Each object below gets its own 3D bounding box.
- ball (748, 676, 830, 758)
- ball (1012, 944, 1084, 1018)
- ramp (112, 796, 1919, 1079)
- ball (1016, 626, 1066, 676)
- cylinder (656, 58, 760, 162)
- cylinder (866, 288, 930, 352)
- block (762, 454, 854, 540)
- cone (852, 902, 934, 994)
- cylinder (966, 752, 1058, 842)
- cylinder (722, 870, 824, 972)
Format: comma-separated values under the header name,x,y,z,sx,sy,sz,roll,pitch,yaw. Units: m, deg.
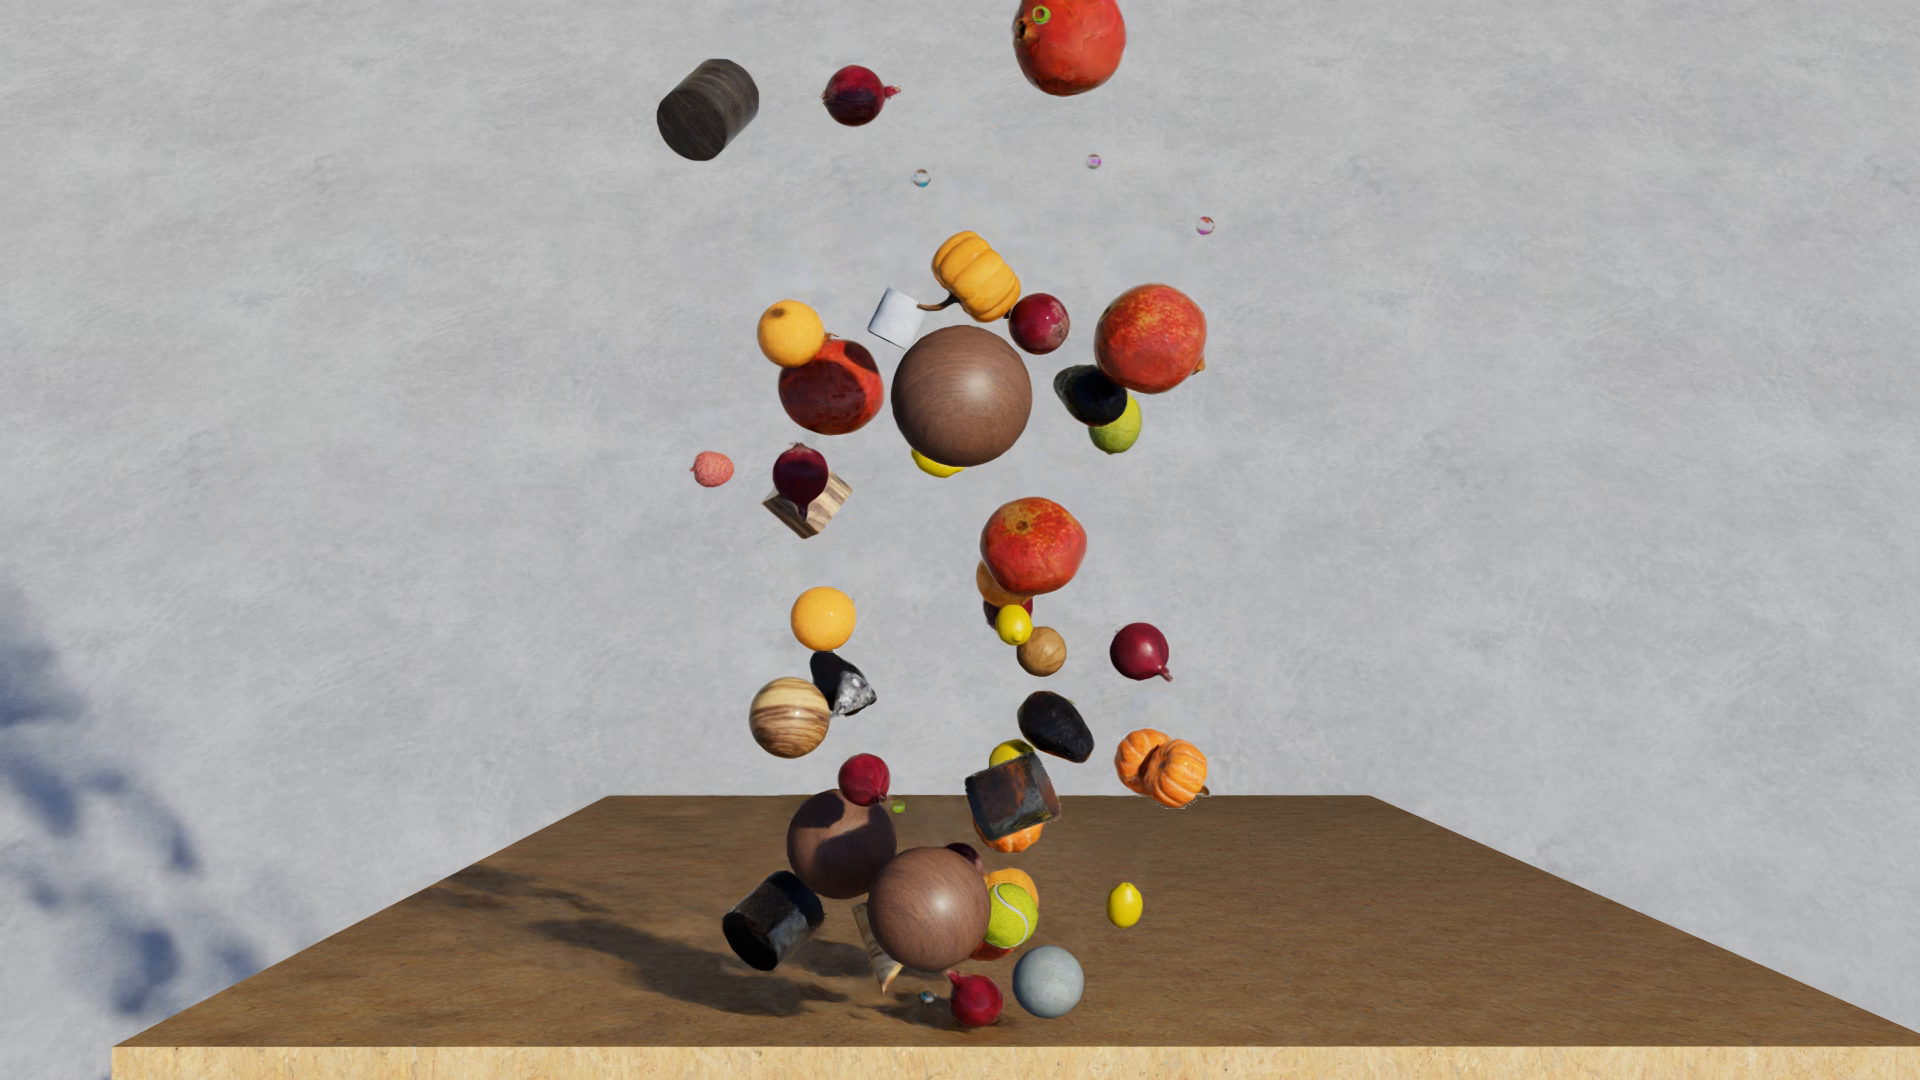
name,x,y,z,sx,sy,sz,roll,pitch,yaw
ball,-0.203,0.211,3.089,0.097,0.097,0.097,0,35,0
ball,0.098,0.491,2.887,0.080,0.080,0.080,0,35,0
ramp,0.077,0.661,4.823,2.000,0.100,4.000,0,-2,0
ball,0.090,0.123,2.877,0.056,0.056,0.056,0,35,0
cylinder,-0.245,-0.420,2.531,0.075,0.075,0.075,13,39,18
cylinder,-0.065,-0.233,2.739,0.050,0.050,0.050,26,2,-1
block,-0.168,-0.048,2.861,0.062,0.062,0.062,-52,12,-18
cone,-0.081,0.464,2.911,0.093,0.093,0.093,4,65,6
cylinder,0.053,0.263,2.660,0.072,0.072,0.072,-23,33,12
cylinder,-0.232,0.472,3.222,0.090,0.090,0.090,24,44,30
